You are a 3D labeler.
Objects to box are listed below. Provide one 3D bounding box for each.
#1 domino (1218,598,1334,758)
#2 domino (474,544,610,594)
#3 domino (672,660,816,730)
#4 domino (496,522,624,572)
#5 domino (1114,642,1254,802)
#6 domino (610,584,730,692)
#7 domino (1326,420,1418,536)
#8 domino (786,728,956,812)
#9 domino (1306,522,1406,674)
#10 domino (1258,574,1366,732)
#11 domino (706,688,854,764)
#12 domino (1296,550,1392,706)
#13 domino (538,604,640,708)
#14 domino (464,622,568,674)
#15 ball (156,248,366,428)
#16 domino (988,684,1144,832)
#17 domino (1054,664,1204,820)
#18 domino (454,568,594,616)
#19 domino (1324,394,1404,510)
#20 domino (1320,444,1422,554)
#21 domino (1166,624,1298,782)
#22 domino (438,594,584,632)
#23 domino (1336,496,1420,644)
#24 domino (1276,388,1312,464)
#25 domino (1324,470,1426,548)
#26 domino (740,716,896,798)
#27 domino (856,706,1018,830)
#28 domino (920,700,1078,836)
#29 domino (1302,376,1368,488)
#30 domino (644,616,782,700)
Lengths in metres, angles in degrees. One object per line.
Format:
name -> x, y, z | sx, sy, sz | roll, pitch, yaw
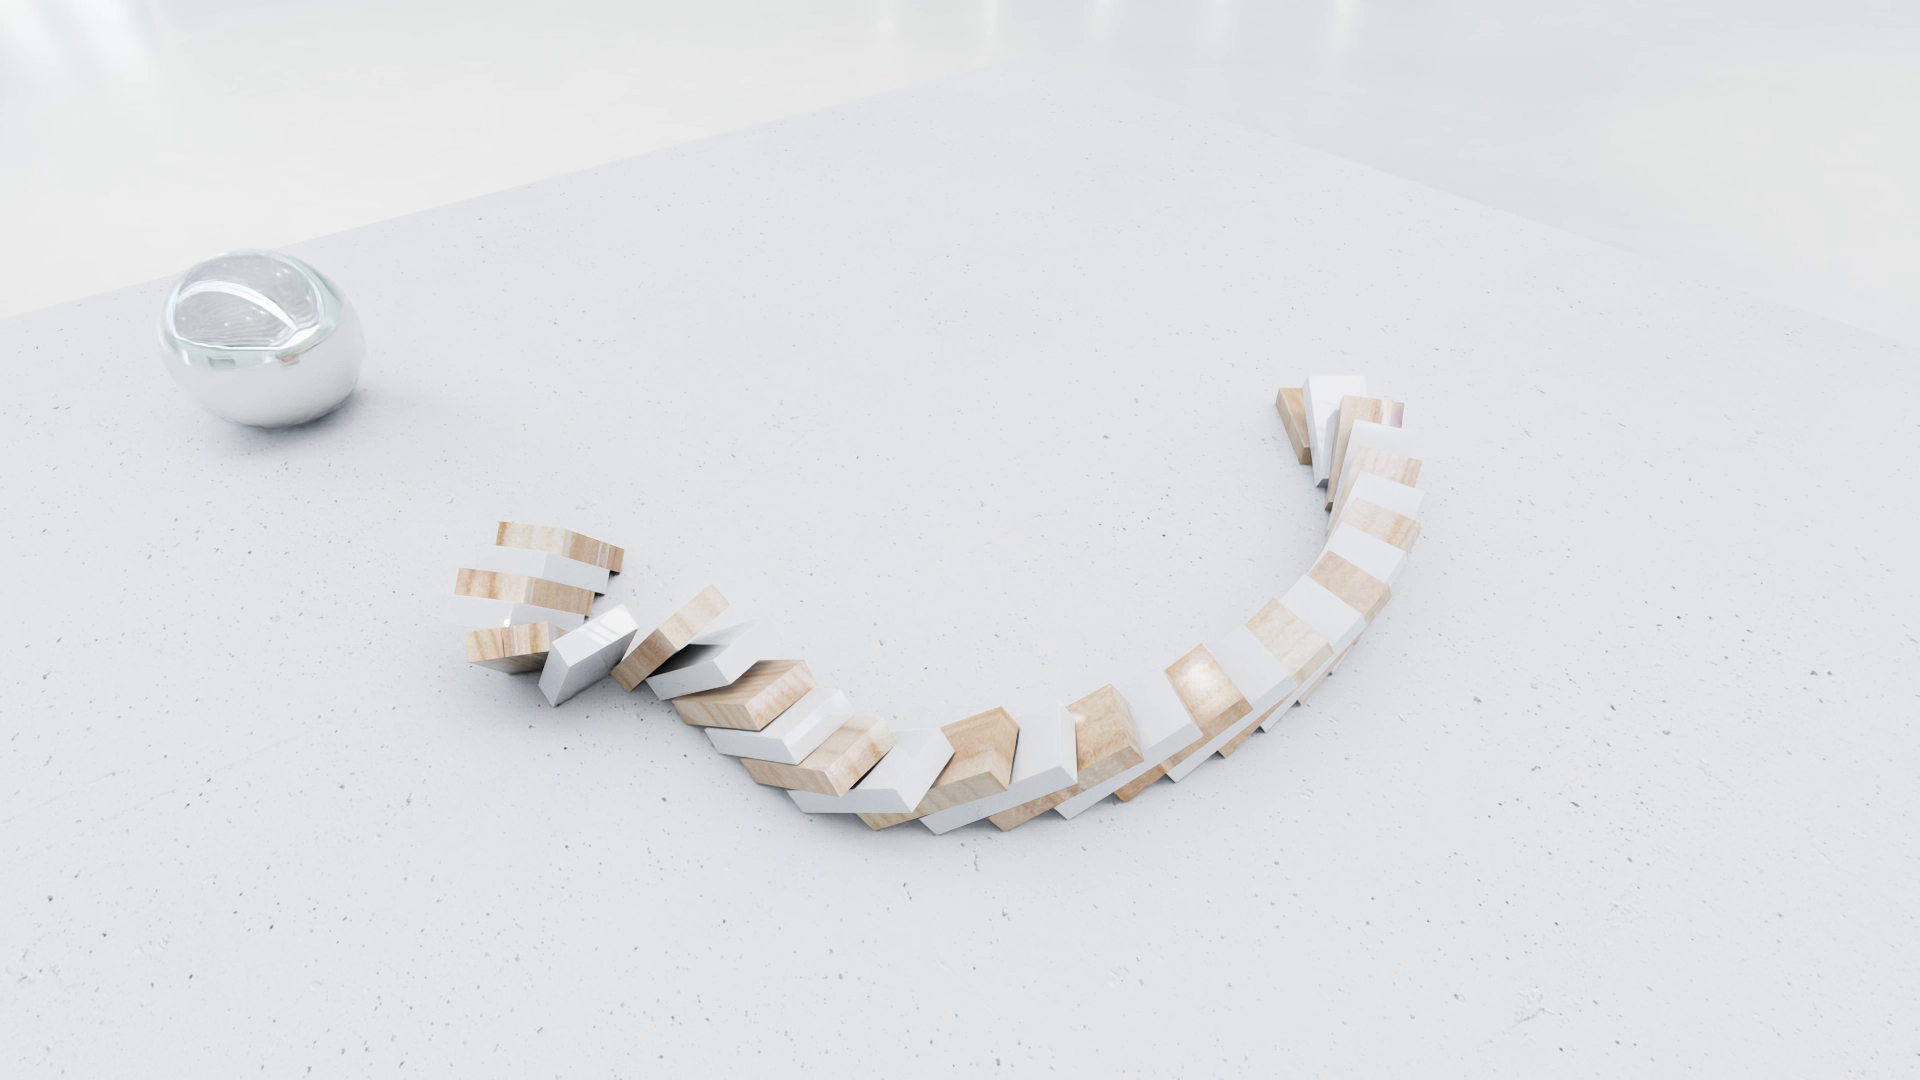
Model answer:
domino -> 0.097, 0.046, 0.368 | 0.050, 0.010, 0.025 | -44, 49, 0
domino -> -0.152, 0.011, 0.403 | 0.025, 0.050, 0.010 | 6, 82, 8
domino -> -0.072, 0.050, 0.362 | 0.050, 0.009, 0.025 | -8, 23, 50
domino -> -0.149, 0.003, 0.413 | 0.025, 0.050, 0.010 | 6, 82, 8
domino -> 0.065, 0.058, 0.352 | 0.050, 0.009, 0.025 | -38, 44, 6
domino -> -0.099, 0.034, 0.374 | 0.009, 0.050, 0.025 | 49, 49, -5
domino -> 0.169, -0.023, 0.451 | 0.025, 0.009, 0.050 | 14, 74, 16
domino -> -0.028, 0.071, 0.336 | 0.050, 0.009, 0.025 | -13, 27, 43
domino -> 0.137, 0.021, 0.398 | 0.025, 0.009, 0.050 | 31, 81, 32
domino -> 0.111, 0.038, 0.376 | 0.050, 0.009, 0.025 | -46, 51, -2
domino -> -0.058, 0.058, 0.351 | 0.025, 0.010, 0.050 | -39, 20, -35
domino -> 0.125, 0.030, 0.386 | 0.050, 0.009, 0.025 | -49, 53, -4
domino -> -0.124, 0.039, 0.367 | 0.025, 0.050, 0.010 | -32, 84, -33
domino -> -0.146, 0.037, 0.371 | 0.025, 0.050, 0.009 | -8, 80, -9
ball -> -0.315, -0.091, 0.498 | 0.080, 0.080, 0.080 | 0, 39, 0
domino -> 0.030, 0.067, 0.340 | 0.050, 0.010, 0.025 | -31, 37, 16
domino -> 0.048, 0.063, 0.346 | 0.050, 0.009, 0.025 | -35, 41, 10
domino -> -0.154, 0.019, 0.393 | 0.025, 0.050, 0.010 | 6, 82, 8
domino -> 0.172, -0.036, 0.466 | 0.025, 0.009, 0.050 | 10, 73, 11
domino -> 0.163, -0.011, 0.437 | 0.025, 0.010, 0.050 | 18, 75, 21
domino -> 0.081, 0.053, 0.359 | 0.050, 0.009, 0.025 | -40, 45, 4
domino -> -0.155, 0.027, 0.383 | 0.025, 0.050, 0.010 | 6, 82, 8
domino -> 0.148, 0.011, 0.410 | 0.025, 0.010, 0.050 | 28, 79, 30
domino -> 0.165, -0.053, 0.508 | 0.025, 0.010, 0.050 | 0, 39, 0
domino -> 0.156, 0.000, 0.423 | 0.025, 0.009, 0.050 | 23, 77, 25
domino -> -0.045, 0.066, 0.342 | 0.050, 0.009, 0.025 | -7, 26, 50
domino -> -0.007, 0.070, 0.337 | 0.050, 0.009, 0.025 | -24, 30, 28
domino -> 0.011, 0.070, 0.337 | 0.050, 0.010, 0.025 | -26, 33, 23
domino -> 0.167, -0.048, 0.484 | 0.025, 0.010, 0.050 | 0, 69, 0
domino -> -0.084, 0.040, 0.371 | 0.050, 0.009, 0.025 | -18, 19, 48
